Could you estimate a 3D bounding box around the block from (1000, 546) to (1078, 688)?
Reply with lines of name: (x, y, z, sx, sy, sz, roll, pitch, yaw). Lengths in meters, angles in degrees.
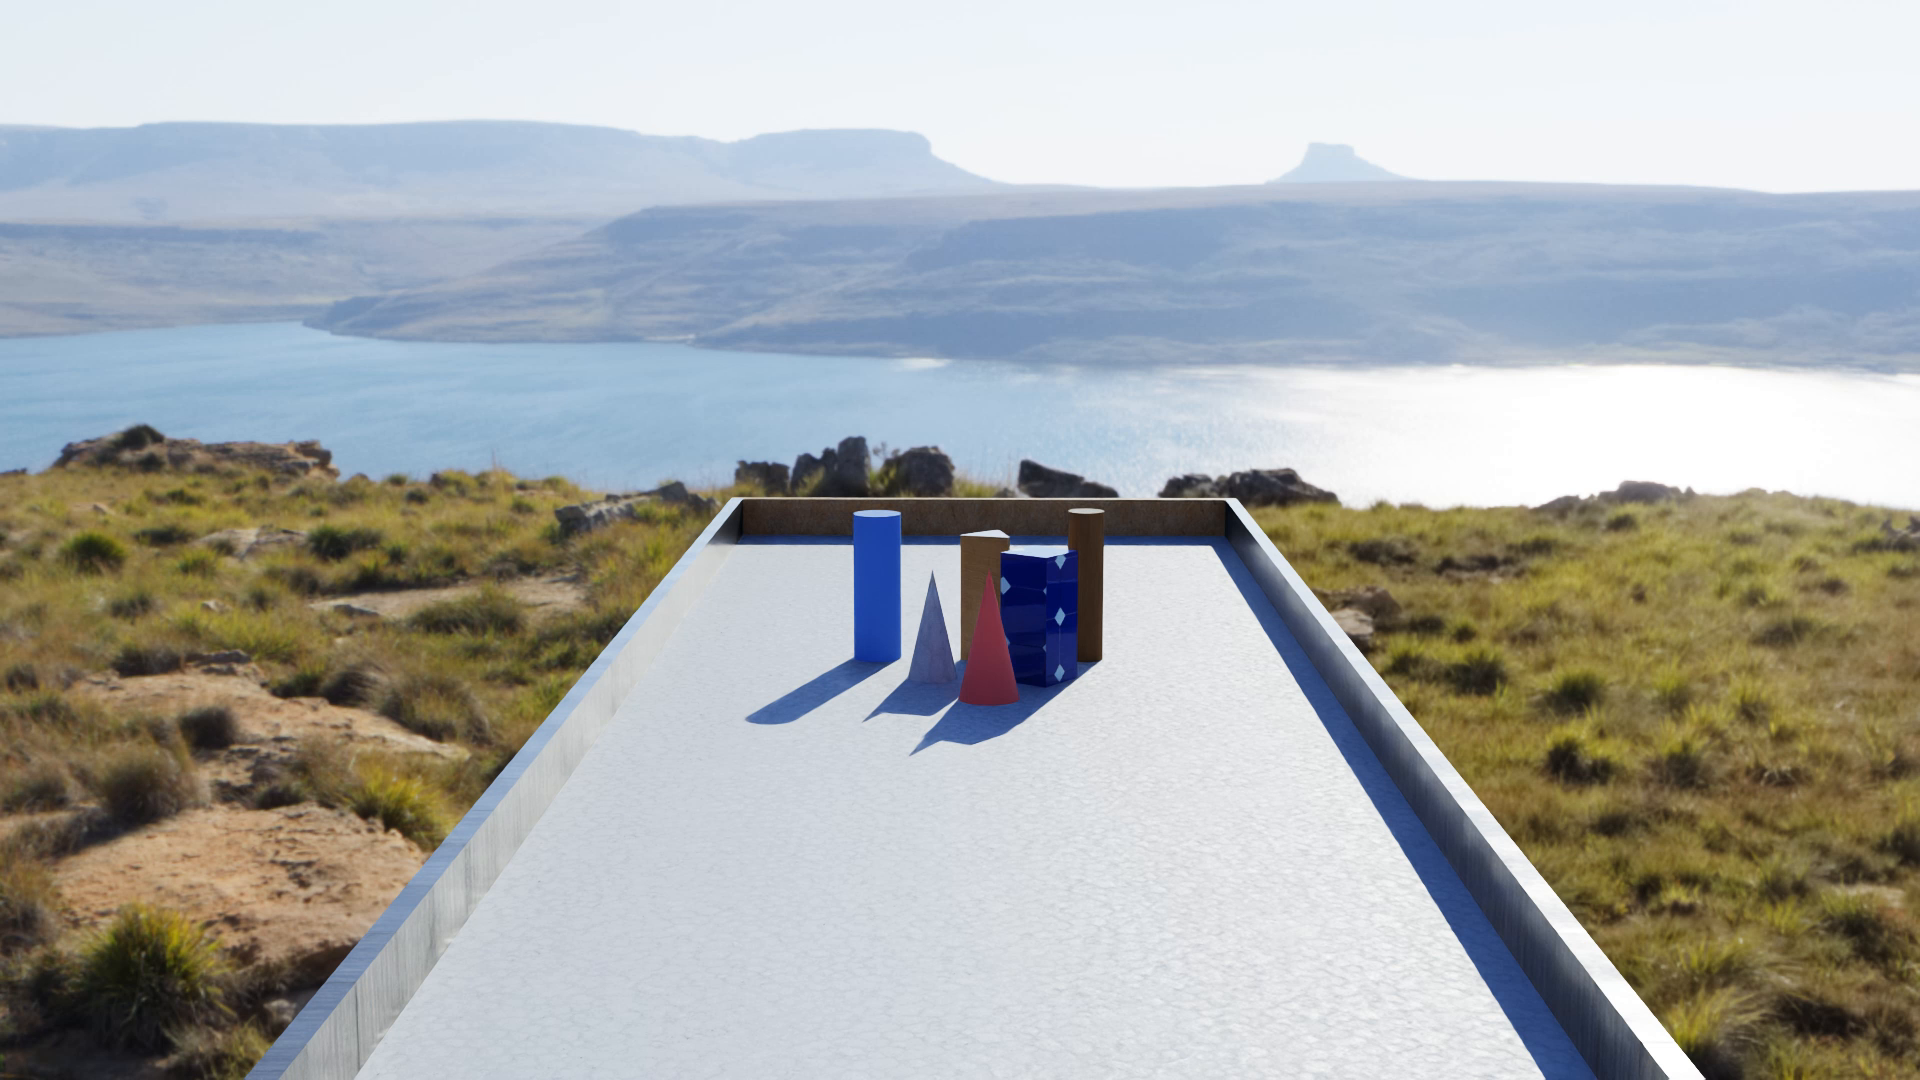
block: (0.231, 0.220, 6.409, 0.161, 0.379, 0.161, 7, 11, 36)

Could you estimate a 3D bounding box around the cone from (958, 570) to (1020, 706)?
cone: (0.082, 0.262, 6.163, 0.173, 0.373, 0.173, 0, 9, 0)

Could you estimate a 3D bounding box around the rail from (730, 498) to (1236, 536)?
rail: (0.099, -0.098, 9.147, 2.100, 0.150, 0.050, 0, 9, 1)

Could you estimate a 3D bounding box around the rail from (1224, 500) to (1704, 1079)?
rail: (1.046, 0.843, 3.208, 0.050, 0.150, 12.000, 0, 9, 1)

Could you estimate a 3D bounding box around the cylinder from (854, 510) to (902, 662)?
cylinder: (-0.252, 0.140, 6.705, 0.145, 0.446, 0.145, 0, 9, 0)

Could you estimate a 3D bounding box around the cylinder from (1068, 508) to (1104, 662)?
cylinder: (0.382, 0.137, 6.687, 0.108, 0.456, 0.108, 0, 9, 0)

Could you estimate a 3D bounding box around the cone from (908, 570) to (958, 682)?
cone: (-0.080, 0.244, 6.437, 0.146, 0.323, 0.146, 0, 9, 0)

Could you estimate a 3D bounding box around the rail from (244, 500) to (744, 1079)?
rail: (-1.004, 0.839, 3.234, 0.050, 0.150, 12.000, 0, 9, 1)

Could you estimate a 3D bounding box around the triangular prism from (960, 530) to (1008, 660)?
triangular prism: (0.095, 0.169, 6.714, 0.153, 0.385, 0.133, 3, 9, 18)
